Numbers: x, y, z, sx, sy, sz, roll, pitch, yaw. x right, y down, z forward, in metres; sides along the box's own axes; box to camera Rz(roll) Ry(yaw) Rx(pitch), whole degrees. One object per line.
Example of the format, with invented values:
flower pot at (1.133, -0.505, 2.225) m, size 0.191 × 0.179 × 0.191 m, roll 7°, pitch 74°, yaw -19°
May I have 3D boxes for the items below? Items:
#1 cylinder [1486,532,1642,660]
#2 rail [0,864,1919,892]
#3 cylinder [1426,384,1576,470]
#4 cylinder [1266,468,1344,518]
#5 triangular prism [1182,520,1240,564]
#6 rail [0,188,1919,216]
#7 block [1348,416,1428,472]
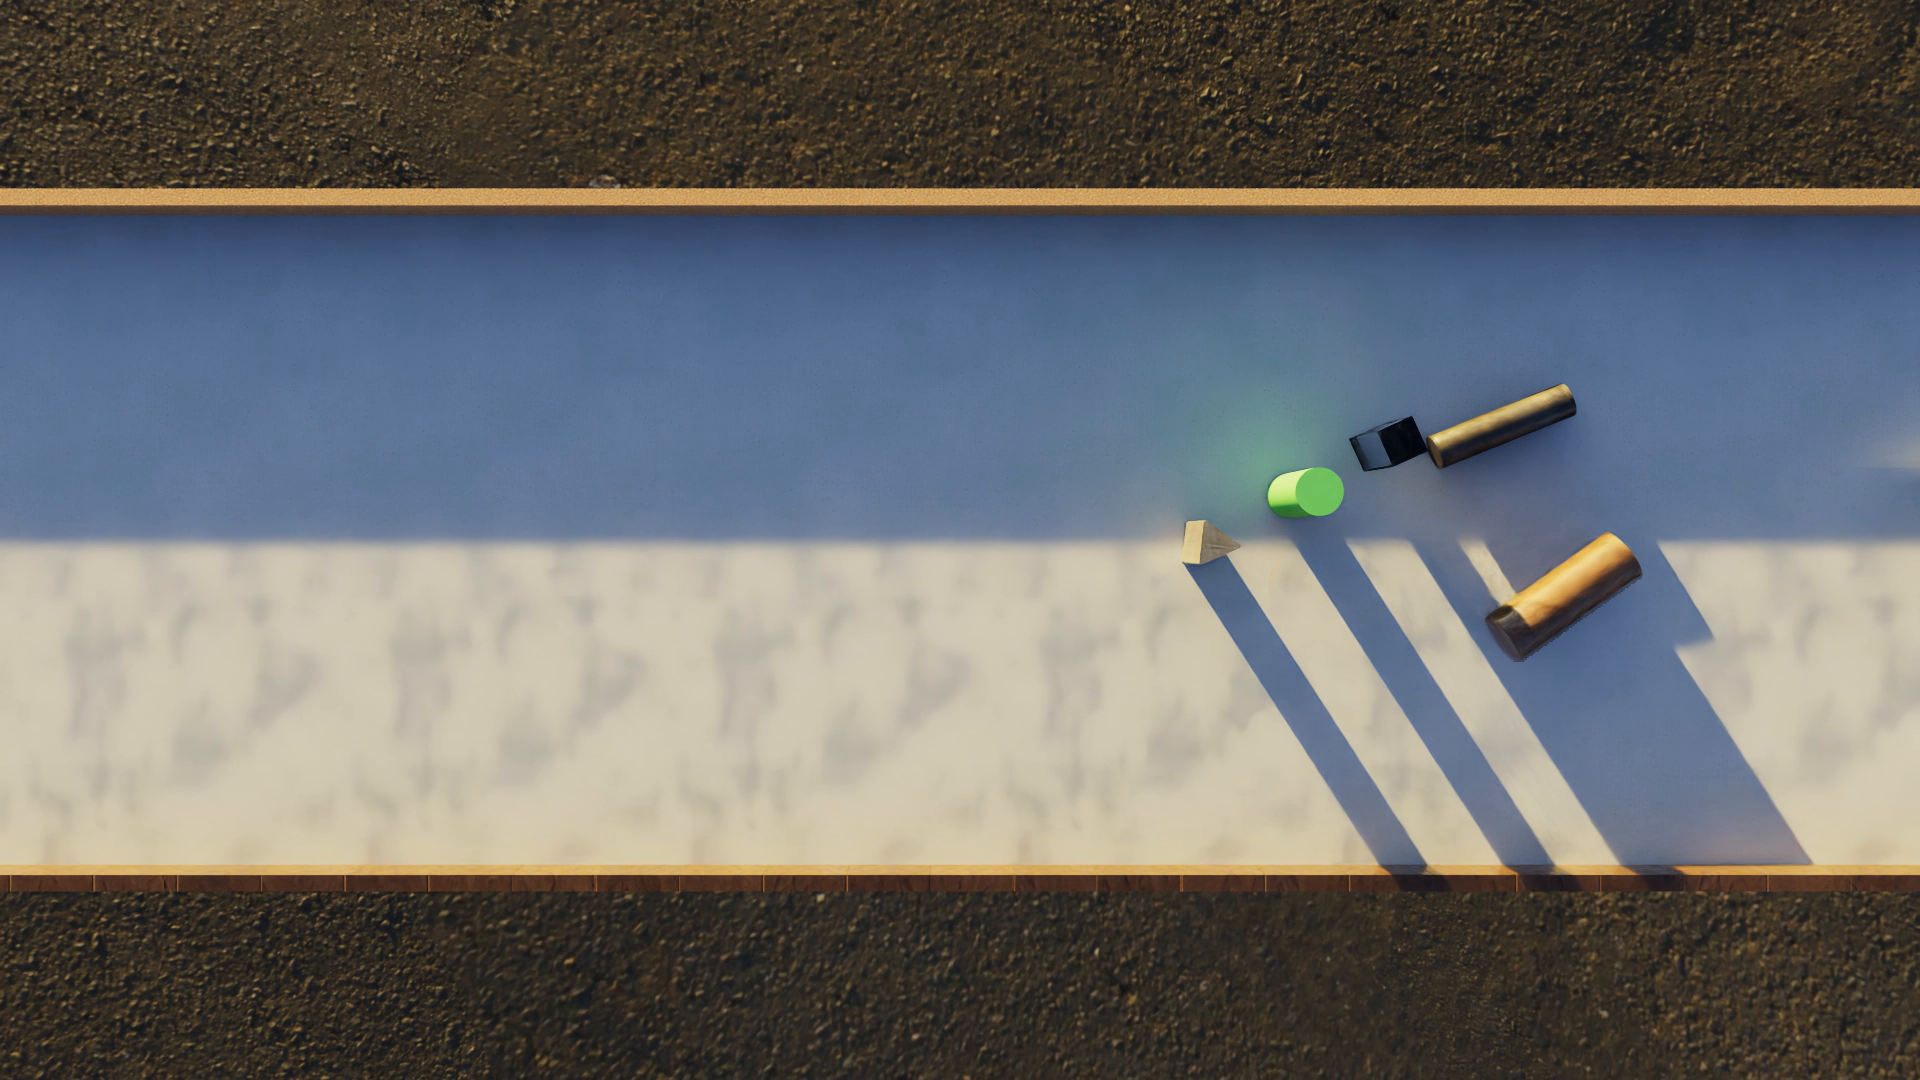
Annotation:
cylinder at (1.825, 0.171, 4.996) m, size 0.445 × 0.162 × 0.162 m, roll -35°, pitch 90°, yaw 0°
rail at (-2.247, 1.025, 5.001) m, size 12.000 × 0.150 × 0.050 m, roll 0°, pitch 90°, yaw 0°
cylinder at (1.647, -0.346, 5.022) m, size 0.437 × 0.107 × 0.107 m, roll -22°, pitch 90°, yaw 0°
cylinder at (1.013, -0.136, 4.861) m, size 0.137 × 0.432 × 0.137 m, roll 0°, pitch 90°, yaw 0°
triangular prism at (0.721, -0.006, 4.892) m, size 0.126 × 0.369 × 0.110 m, roll -24°, pitch 90°, yaw 0°
rail at (-2.247, -1.025, 5.002) m, size 12.000 × 0.150 × 0.050 m, roll 0°, pitch 90°, yaw 0°
block at (1.271, -0.283, 4.906) m, size 0.112 × 0.341 × 0.112 m, roll -24°, pitch 90°, yaw 0°
